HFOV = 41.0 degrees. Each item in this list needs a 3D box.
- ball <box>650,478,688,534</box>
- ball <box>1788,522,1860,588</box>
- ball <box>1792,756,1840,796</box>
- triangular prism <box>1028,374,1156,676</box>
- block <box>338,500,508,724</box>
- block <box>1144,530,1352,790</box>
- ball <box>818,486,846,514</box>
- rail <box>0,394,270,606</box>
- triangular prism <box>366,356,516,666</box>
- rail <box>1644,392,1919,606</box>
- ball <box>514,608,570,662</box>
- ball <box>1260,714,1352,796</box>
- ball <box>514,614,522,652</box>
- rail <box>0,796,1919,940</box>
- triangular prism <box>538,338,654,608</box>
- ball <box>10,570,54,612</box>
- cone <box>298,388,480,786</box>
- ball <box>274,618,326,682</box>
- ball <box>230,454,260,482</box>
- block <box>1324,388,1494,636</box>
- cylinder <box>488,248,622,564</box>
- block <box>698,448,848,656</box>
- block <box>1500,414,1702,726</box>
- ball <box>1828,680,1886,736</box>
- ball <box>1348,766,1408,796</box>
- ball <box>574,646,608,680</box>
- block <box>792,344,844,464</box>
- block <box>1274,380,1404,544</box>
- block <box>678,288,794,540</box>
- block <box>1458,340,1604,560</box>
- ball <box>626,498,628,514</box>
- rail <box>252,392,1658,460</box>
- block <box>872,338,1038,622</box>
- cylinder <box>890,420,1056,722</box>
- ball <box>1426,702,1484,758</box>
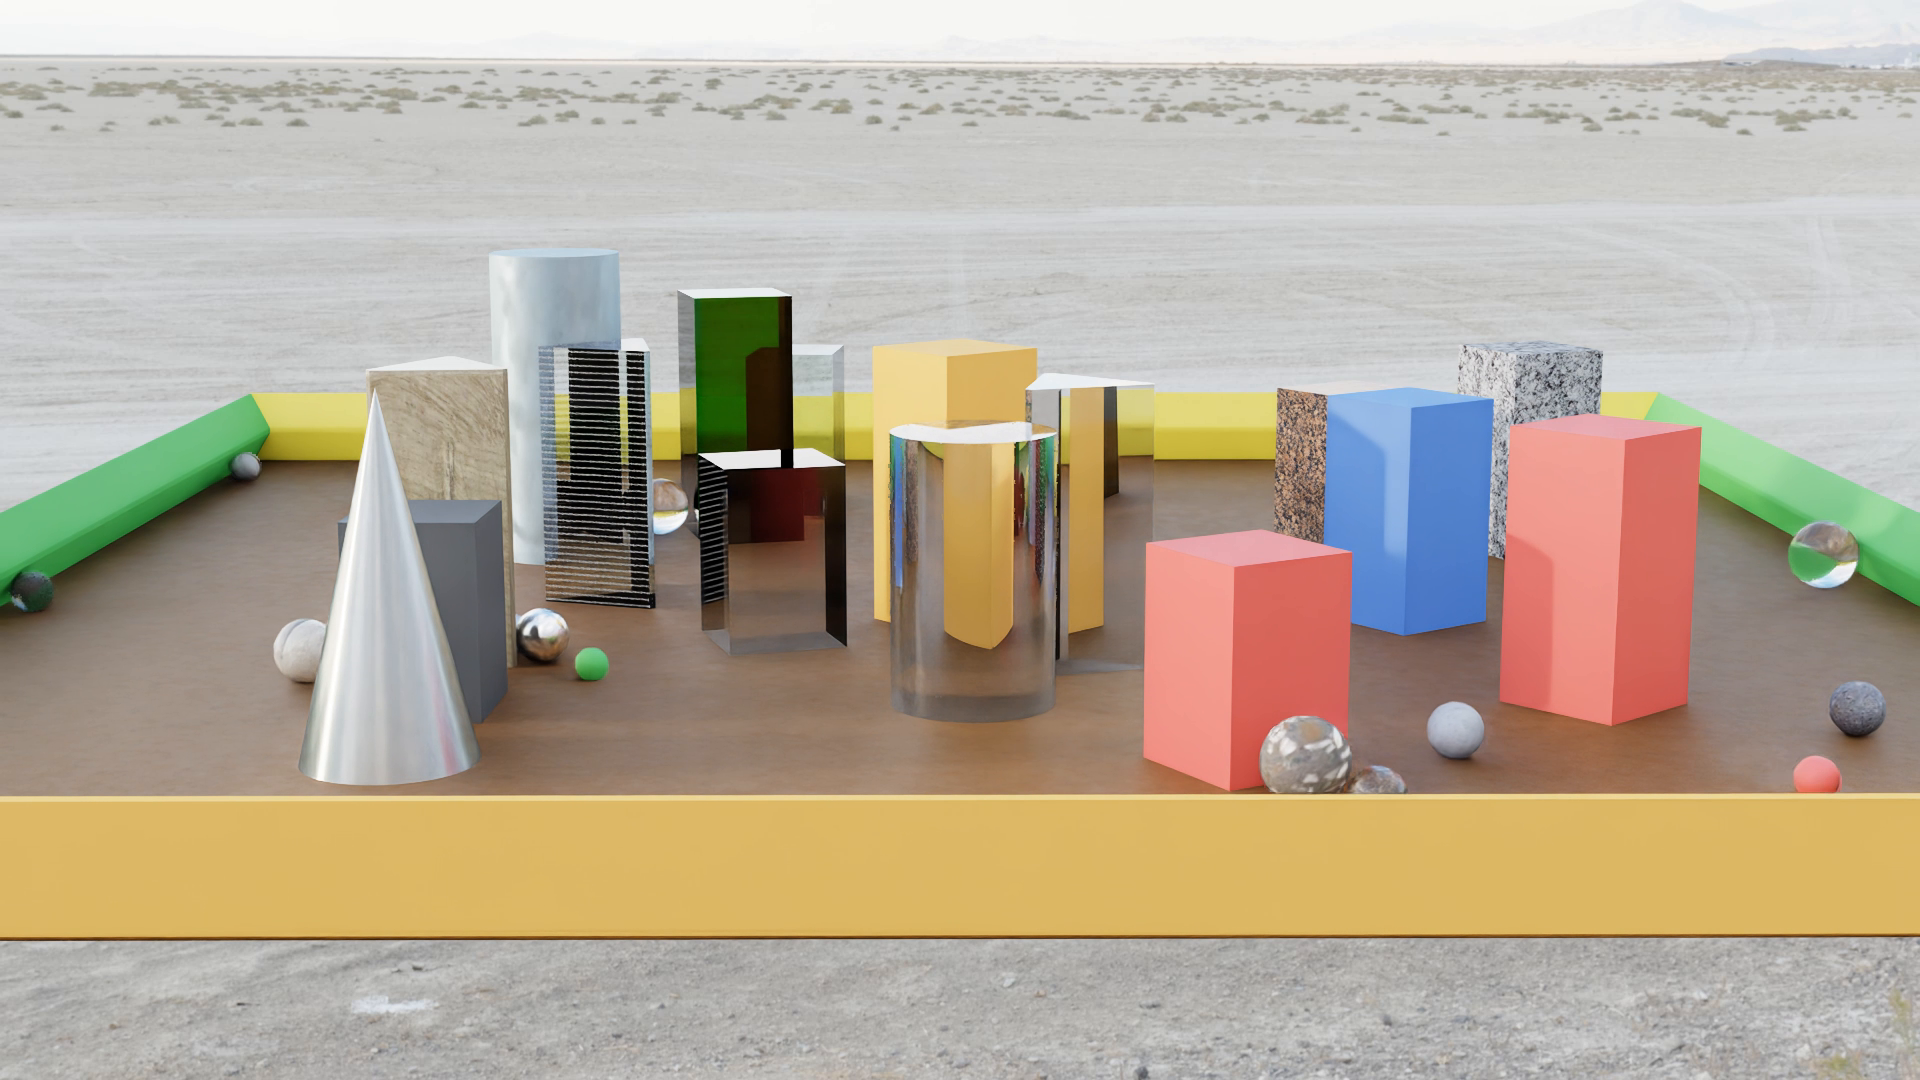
[{"bbox_3d":[-0.467,-0.052,4.002,0.087,0.087,0.087,0,11,0],"label":"ball"},{"bbox_3d":[1.210,0.021,3.592,0.094,0.094,0.094,0,11,0],"label":"ball"},{"bbox_3d":[0.855,0.238,2.560,0.045,0.045,0.045,0,11,0],"label":"ball"},{"bbox_3d":[0.133,-0.023,3.135,0.164,0.348,0.142,-4,11,-20],"label":"triangular prism"},{"bbox_3d":[-0.608,0.079,2.916,0.151,0.227,0.151,0,11,1],"label":"block"},{"bbox_3d":[0.299,0.121,2.678,0.151,0.231,0.151,-6,12,-31],"label":"block"},{"bbox_3d":[-0.210,-0.067,4.193,0.046,0.046,0.046,0,11,0],"label":"ball"},{"bbox_3d":[-1.279,0.033,3.442,0.045,0.123,2.650,0,11,0],"label":"rail"},{"bbox_3d":[-0.629,-0.037,3.160,0.164,0.365,0.142,-1,11,-4],"label":"triangular prism"},{"bbox_3d":[1.279,0.030,3.457,0.045,0.123,2.650,0,11,0],"label":"rail"},{"bbox_3d":[-0.513,0.117,3.150,0.067,0.067,0.067,0,11,0],"label":"ball"},{"bbox_3d":[0.342,0.219,2.539,0.091,0.091,0.091,0,11,0],"label":"ball"},{"bbox_3d":[-0.559,0.117,3.199,0.050,0.050,0.050,0,11,0],"label":"ball"},{"bbox_3d":[0.007,0.270,2.170,2.605,0.123,0.045,0,11,0],"label":"rail"},{"bbox_3d":[-0.468,-0.096,3.524,0.164,0.349,0.142,4,11,19],"label":"triangular prism"},{"bbox_3d":[-1.245,0.069,3.442,0.055,0.055,0.055,0,11,0],"label":"ball"},{"bbox_3d":[-0.602,0.038,2.674,0.189,0.396,0.189,0,11,0],"label":"cone"},{"bbox_3d":[-0.777,0.132,3.050,0.076,0.076,0.076,0,11,0],"label":"ball"},{"bbox_3d":[-1.258,-0.127,4.511,0.049,0.049,0.049,0,11,0],"label":"ball"},{"bbox_3d":[0.588,-0.041,3.377,0.151,0.295,0.151,-8,13,-35],"label":"block"},{"bbox_3d":[-0.597,-0.202,3.814,0.189,0.450,0.189,0,11,0],"label":"cylinder"},{"bbox_3d":[-0.239,0.012,3.261,0.151,0.232,0.151,-4,11,-19],"label":"block"},{"bbox_3d":[0.730,0.029,2.928,0.151,0.321,0.151,-9,14,-41],"label":"block"},{"bbox_3d":[0.983,0.184,2.810,0.060,0.060,0.060,0,11,0],"label":"ball"},{"bbox_3d":[0.403,0.247,2.474,0.059,0.059,0.059,0,11,0],"label":"ball"},{"bbox_3d":[-0.439,0.147,3.060,0.040,0.040,0.040,0,11,0],"label":"ball"},{"bbox_3d":[-0.277,-0.190,4.276,0.151,0.257,0.151,1,11,5],"label":"block"},{"bbox_3d":[0.561,-0.085,3.688,0.151,0.266,0.151,-8,13,-35],"label":"block"},{"bbox_3d":[-0.352,-0.201,4.024,0.151,0.373,0.151,-3,11,-16],"label":"block"},{"bbox_3d":[0.853,-0.137,3.863,0.151,0.306,0.151,-4,11,-22],"label":"block"},{"bbox_3d":[-0.563,-0.053,3.984,0.095,0.095,0.095,0,11,0],"label":"ball"},{"bbox_3d":[-0.007,-0.207,4.729,2.605,0.123,0.045,0,11,0],"label":"rail"},{"bbox_3d":[-0.007,-0.072,3.361,0.151,0.362,0.151,-9,14,-39],"label":"block"},{"bbox_3d":[0.015,0.032,2.929,0.189,0.315,0.189,0,11,0],"label":"cylinder"},{"bbox_3d":[0.524,0.201,2.717,0.060,0.060,0.060,0,11,0],"label":"ball"}]
